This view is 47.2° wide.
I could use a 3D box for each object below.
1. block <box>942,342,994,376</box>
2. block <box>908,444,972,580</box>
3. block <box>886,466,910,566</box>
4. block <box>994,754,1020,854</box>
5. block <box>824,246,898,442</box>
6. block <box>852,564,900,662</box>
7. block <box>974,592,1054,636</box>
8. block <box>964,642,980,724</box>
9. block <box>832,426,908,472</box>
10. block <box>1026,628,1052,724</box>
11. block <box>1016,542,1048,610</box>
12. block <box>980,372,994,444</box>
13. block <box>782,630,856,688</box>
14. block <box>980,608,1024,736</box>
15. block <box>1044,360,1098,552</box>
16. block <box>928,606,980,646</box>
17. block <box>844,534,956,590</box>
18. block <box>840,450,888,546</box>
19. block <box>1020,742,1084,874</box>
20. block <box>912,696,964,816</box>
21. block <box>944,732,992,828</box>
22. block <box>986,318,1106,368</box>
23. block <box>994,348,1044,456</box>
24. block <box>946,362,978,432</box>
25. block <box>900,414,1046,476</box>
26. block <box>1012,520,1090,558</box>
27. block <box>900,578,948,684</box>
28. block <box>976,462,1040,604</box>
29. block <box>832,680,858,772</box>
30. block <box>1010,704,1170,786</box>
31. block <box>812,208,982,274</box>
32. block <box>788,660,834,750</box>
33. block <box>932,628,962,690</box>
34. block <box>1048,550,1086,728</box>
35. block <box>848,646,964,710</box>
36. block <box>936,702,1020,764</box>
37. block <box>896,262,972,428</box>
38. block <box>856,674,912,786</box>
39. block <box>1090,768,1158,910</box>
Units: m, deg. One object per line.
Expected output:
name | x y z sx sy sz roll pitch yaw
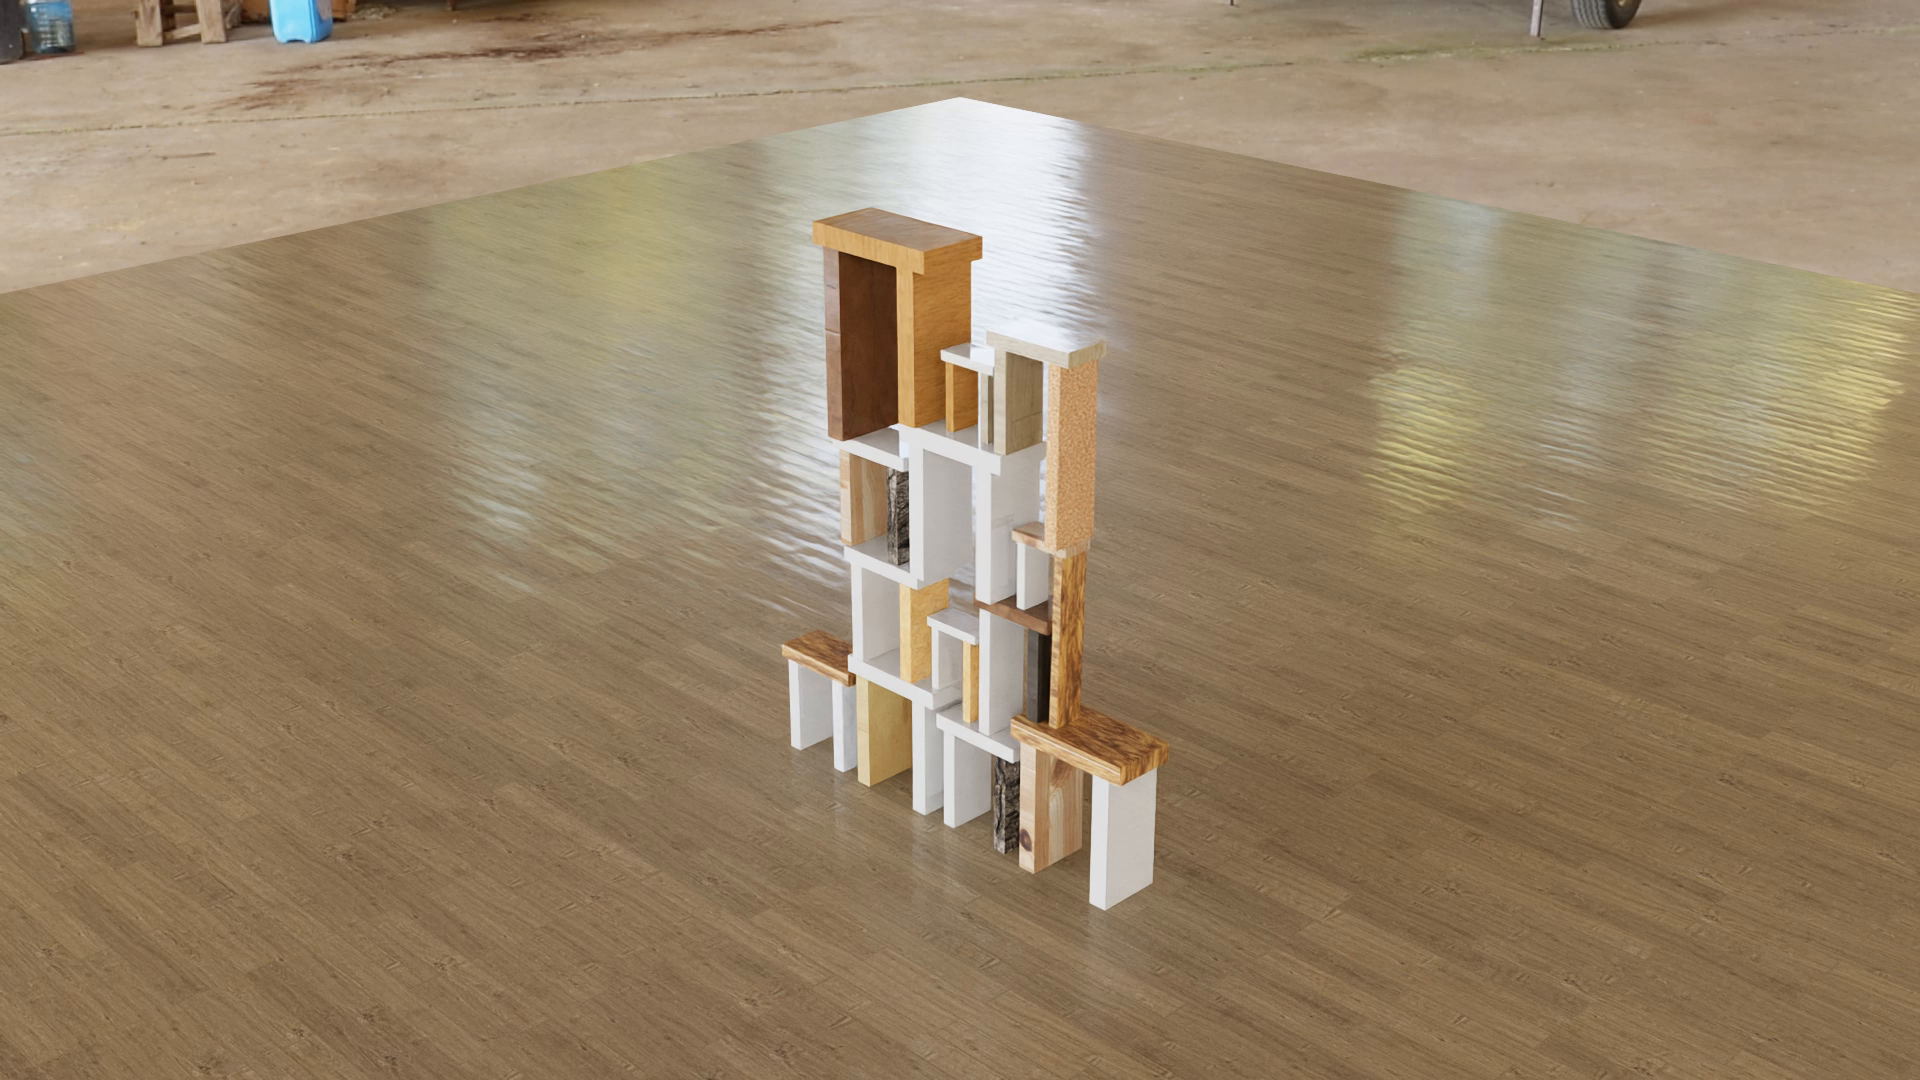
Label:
block | 0.036 -0.333 4.043 0.067 0.019 0.134 -21 31 -40
block | -0.037 -0.070 4.238 0.038 0.273 0.133 21 31 41
block | -0.097 -0.060 4.305 0.101 0.202 0.029 -21 31 -41
block | 0.114 0.501 4.312 0.030 0.210 0.105 21 31 41
block | -0.190 -0.394 4.271 0.152 0.383 0.043 -21 31 -41
block | -0.170 0.132 4.458 0.030 0.211 0.105 21 31 41
block | 0.126 0.125 4.143 0.190 0.027 0.095 21 31 40
block | 0.036 0.268 4.294 0.065 0.174 0.018 -21 31 -40
block | -0.144 -0.185 4.304 0.202 0.029 0.101 21 31 41
block | 0.169 0.242 4.144 0.027 0.190 0.095 21 31 41
block | 0.136 0.058 4.097 0.019 0.132 0.066 21 31 40
block | 0.068 -0.250 4.044 0.019 0.134 0.067 21 31 41
block | -0.266 0.247 4.614 0.206 0.029 0.103 21 31 41
block | 0.080 0.241 4.241 0.027 0.264 0.095 22 31 41
block | 0.199 -0.158 3.935 0.100 0.352 0.028 -23 33 -40
block | 0.005 0.167 4.285 0.130 0.018 0.065 21 31 40
block | -0.120 0.040 4.365 0.105 0.030 0.211 -21 31 -41
block | -0.192 -0.097 4.392 0.101 0.202 0.029 -21 31 -41
block | 0.177 0.494 4.246 0.039 0.274 0.137 21 31 41
block | -0.039 0.421 4.452 0.035 0.247 0.124 21 31 41
block | 0.015 0.462 4.403 0.105 0.210 0.030 -21 31 -41
block | 0.152 -0.350 3.899 0.100 0.028 0.200 -21 30 -40
block | 0.107 -0.263 3.989 0.028 0.200 0.100 21 31 40
block | 0.004 -0.275 4.103 0.067 0.134 0.019 -21 31 -41
block | 0.026 -0.188 4.119 0.266 0.038 0.133 21 31 41
block | 0.166 -0.001 4.041 0.132 0.019 0.066 20 30 40
block | -0.070 0.170 4.366 0.030 0.211 0.105 21 31 41
block | 0.090 -0.024 4.120 0.038 0.266 0.133 21 31 40
block | -0.218 0.374 4.615 0.029 0.206 0.103 21 31 41
block | 0.242 0.375 4.125 0.274 0.039 0.137 21 31 41
block | -0.119 -0.563 4.122 0.152 0.043 0.303 -21 31 -41
block | -0.315 0.336 4.704 0.029 0.206 0.103 21 31 41
block | -0.026 0.224 4.343 0.065 0.131 0.018 -21 31 -41
block | 0.200 0.182 4.082 0.019 0.349 0.066 22 31 40
block | -0.097 0.268 4.450 0.248 0.035 0.124 21 31 41
block | 0.065 0.371 4.311 0.105 0.030 0.210 -21 31 -40
block | -0.047 -0.375 4.123 0.043 0.303 0.152 21 31 41
block | -0.156 0.375 4.559 0.035 0.248 0.124 21 31 41
block | 0.307 0.544 4.127 0.039 0.274 0.137 21 31 41
